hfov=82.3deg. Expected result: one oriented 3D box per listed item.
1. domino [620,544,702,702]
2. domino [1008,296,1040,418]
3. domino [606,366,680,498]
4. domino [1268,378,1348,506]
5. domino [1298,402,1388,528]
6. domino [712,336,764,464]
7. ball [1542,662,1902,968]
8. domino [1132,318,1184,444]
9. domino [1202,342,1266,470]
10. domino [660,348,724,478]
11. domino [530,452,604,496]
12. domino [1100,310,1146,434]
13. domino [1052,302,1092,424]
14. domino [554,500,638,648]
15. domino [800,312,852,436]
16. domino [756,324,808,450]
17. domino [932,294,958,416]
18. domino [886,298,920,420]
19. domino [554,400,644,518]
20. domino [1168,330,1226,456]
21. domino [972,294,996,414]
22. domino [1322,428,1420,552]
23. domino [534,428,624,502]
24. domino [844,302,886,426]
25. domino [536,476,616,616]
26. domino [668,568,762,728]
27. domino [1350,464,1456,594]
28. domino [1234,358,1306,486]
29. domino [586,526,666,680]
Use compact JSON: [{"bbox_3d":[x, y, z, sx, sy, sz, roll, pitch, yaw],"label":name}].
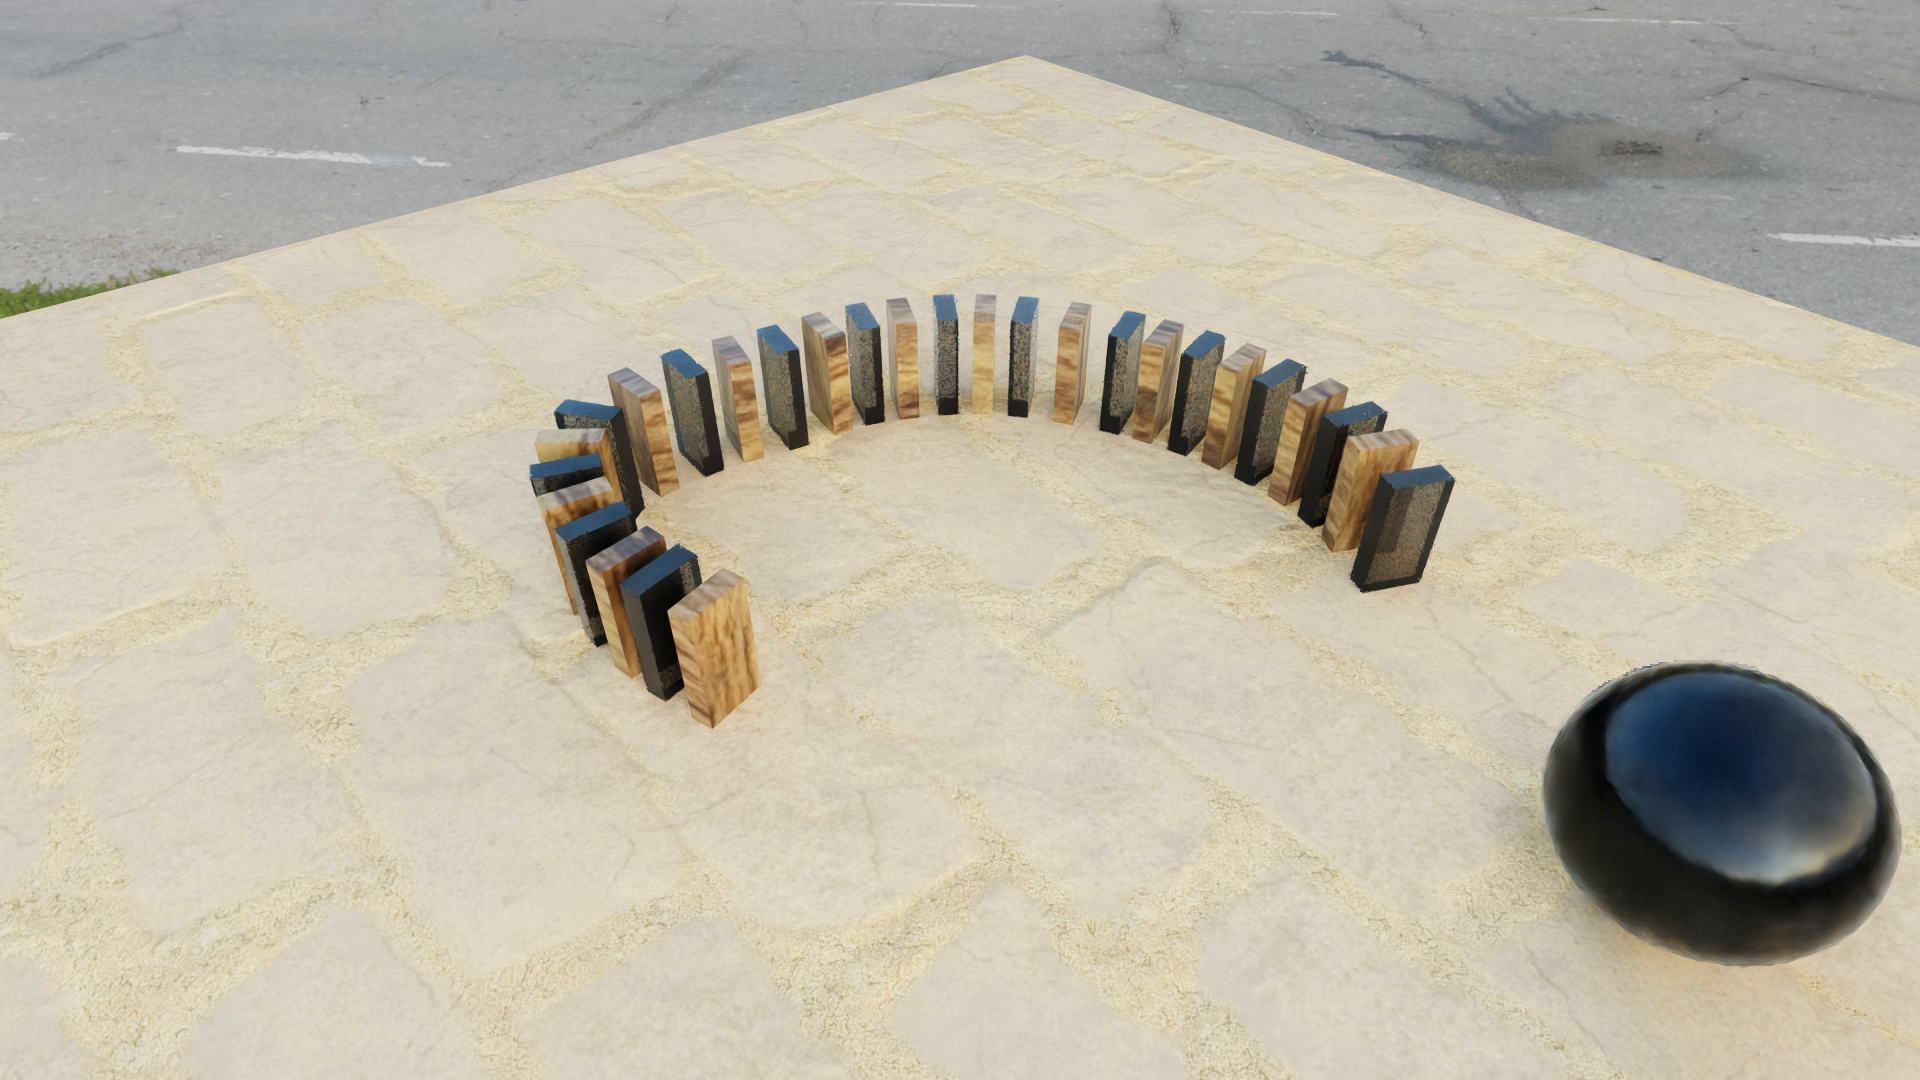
[{"bbox_3d":[-0.099,0.029,0.376,0.010,0.050,0.025,25,45,27],"label":"domino"},{"bbox_3d":[0.030,-0.086,0.516,0.010,0.050,0.025,7,40,8],"label":"domino"},{"bbox_3d":[-0.134,-0.045,0.467,0.009,0.050,0.025,-32,49,-33],"label":"domino"},{"bbox_3d":[0.145,-0.041,0.461,0.025,0.050,0.009,-25,45,-27],"label":"domino"},{"bbox_3d":[0.156,-0.030,0.448,0.025,0.050,0.010,-17,42,-19],"label":"domino"},{"bbox_3d":[-0.098,-0.062,0.487,0.010,0.050,0.025,-18,43,-21],"label":"domino"},{"bbox_3d":[0.203,0.073,0.299,0.080,0.080,0.080,0,39,0],"label":"ball"},{"bbox_3d":[0.090,-0.072,0.499,0.009,0.050,0.025,20,43,23],"label":"domino"},{"bbox_3d":[0.120,-0.058,0.482,0.010,0.050,0.025,28,47,30],"label":"domino"},{"bbox_3d":[-0.116,-0.055,0.479,0.009,0.050,0.025,-26,46,-28],"label":"domino"},{"bbox_3d":[-0.146,-0.008,0.421,0.025,0.050,0.009,-12,41,-14],"label":"domino"},{"bbox_3d":[0.074,-0.076,0.505,0.009,0.050,0.025,16,42,19],"label":"domino"},{"bbox_3d":[0.052,-0.082,0.511,0.009,0.050,0.025,11,41,14],"label":"domino"},{"bbox_3d":[-0.126,0.013,0.396,0.025,0.050,0.009,-27,47,-29],"label":"domino"},{"bbox_3d":[-0.061,-0.076,0.504,0.009,0.050,0.025,-22,44,-25],"label":"domino"},{"bbox_3d":[-0.080,-0.068,0.495,0.010,0.050,0.025,-20,43,-23],"label":"domino"},{"bbox_3d":[-0.007,-0.087,0.517,0.009,0.050,0.025,-4,39,-4],"label":"domino"},{"bbox_3d":[-0.027,-0.085,0.515,0.009,0.050,0.025,-8,40,-10],"label":"domino"},{"bbox_3d":[-0.147,-0.032,0.451,0.025,0.050,0.010,10,40,12],"label":"domino"},{"bbox_3d":[0.105,-0.065,0.491,0.009,0.050,0.025,24,45,26],"label":"domino"},{"bbox_3d":[0.011,-0.087,0.518,0.009,0.050,0.025,2,39,3],"label":"domino"},{"bbox_3d":[0.161,-0.019,0.435,0.025,0.050,0.010,-9,40,-11],"label":"domino"},{"bbox_3d":[-0.149,-0.021,0.437,0.025,0.050,0.009,-2,39,-2],"label":"domino"},{"bbox_3d":[-0.044,-0.081,0.511,0.010,0.050,0.025,-13,41,-15],"label":"domino"},{"bbox_3d":[-0.138,0.003,0.408,0.025,0.050,0.009,-21,44,-23],"label":"domino"},{"bbox_3d":[-0.081,0.037,0.367,0.009,0.050,0.025,23,45,25],"label":"domino"},{"bbox_3d":[0.167,-0.004,0.416,0.025,0.050,0.009,-9,40,-11],"label":"domino"},{"bbox_3d":[0.133,-0.050,0.473,0.025,0.050,0.009,-31,48,-32],"label":"domino"},{"bbox_3d":[-0.112,0.022,0.384,0.009,0.050,0.025,29,47,30],"label":"domino"}]
